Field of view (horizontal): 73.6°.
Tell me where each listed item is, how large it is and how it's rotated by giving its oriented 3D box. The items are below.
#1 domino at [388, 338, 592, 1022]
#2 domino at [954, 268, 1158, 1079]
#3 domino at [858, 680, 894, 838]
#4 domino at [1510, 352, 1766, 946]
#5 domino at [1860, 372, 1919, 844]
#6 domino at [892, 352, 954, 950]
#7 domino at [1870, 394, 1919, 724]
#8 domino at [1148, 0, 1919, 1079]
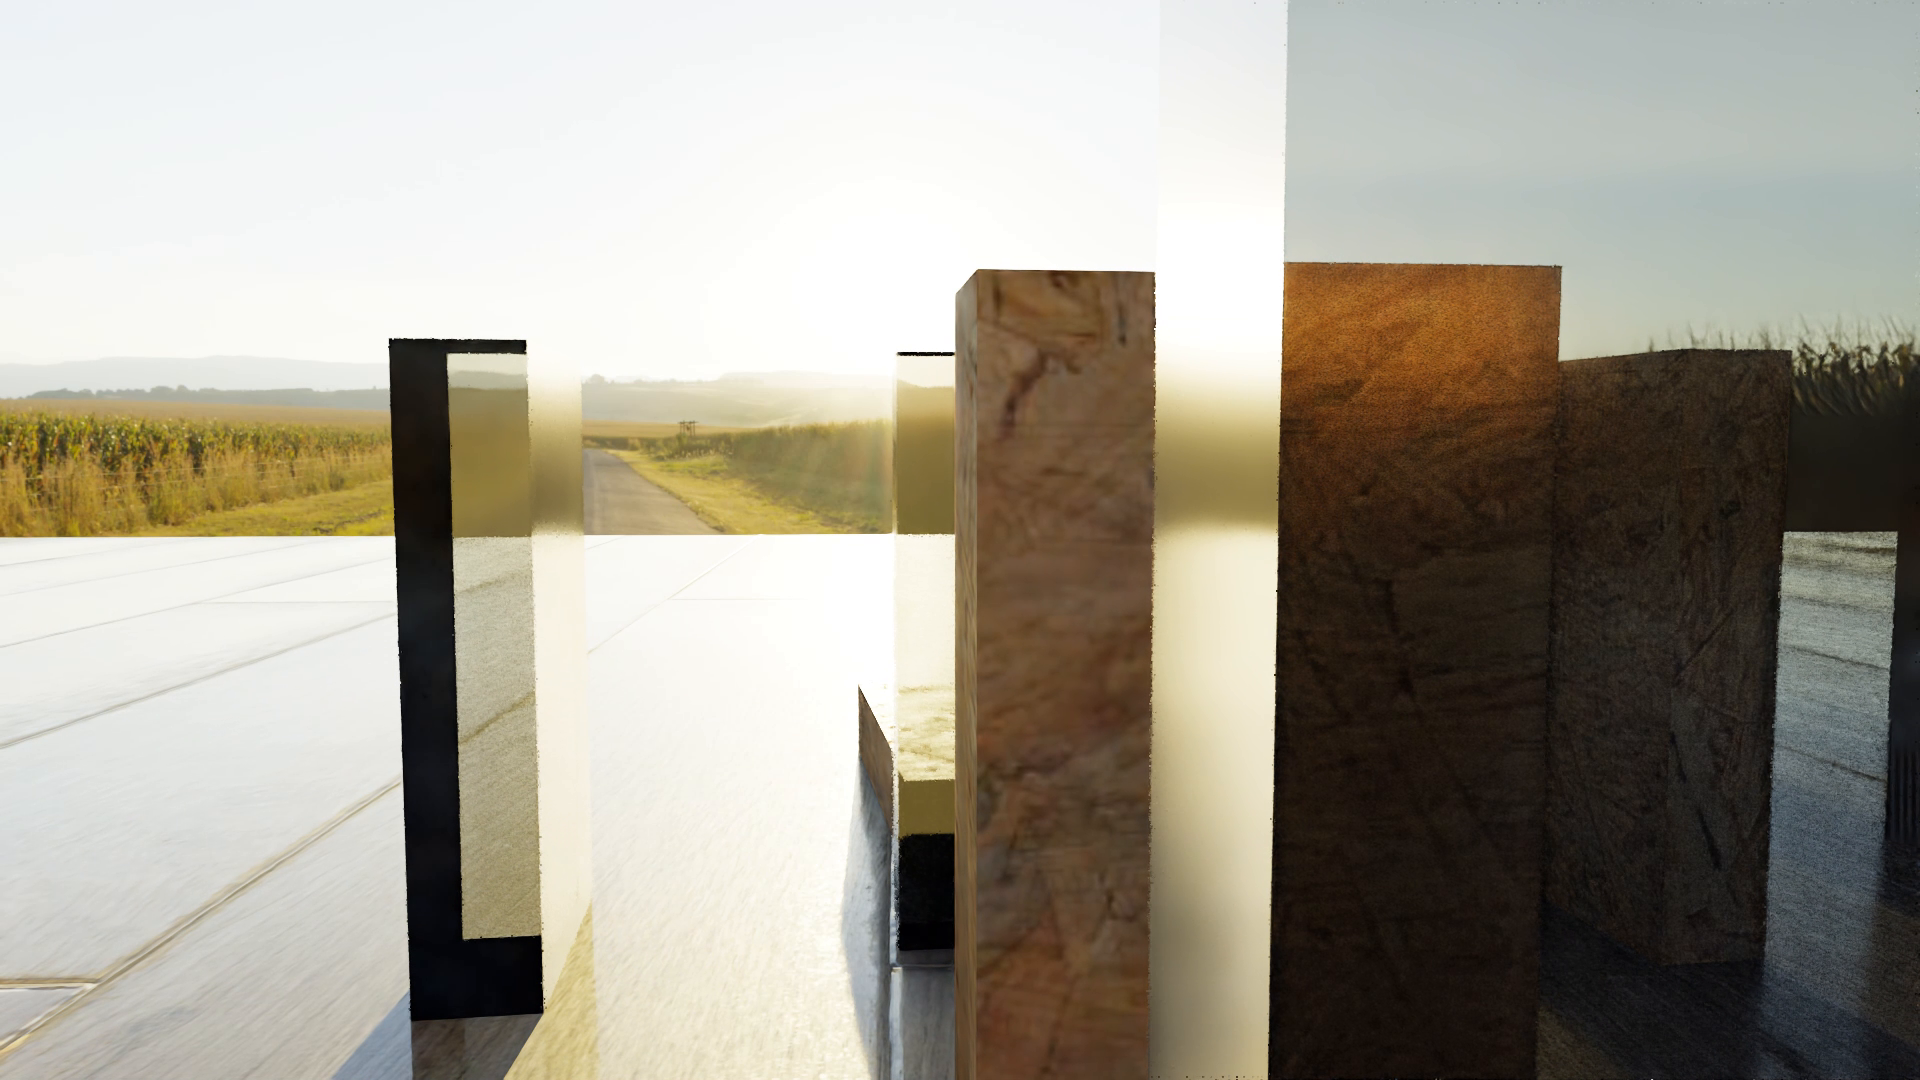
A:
[{"bbox_3d":[-0.038,0.010,0.106,0.009,0.050,0.025,-1,4,-8],"label":"domino"},{"bbox_3d":[0.013,0.013,0.063,0.025,0.050,0.009,0,4,-6],"label":"domino"},{"bbox_3d":[0.002,0.026,0.156,0.025,0.010,0.050,-1,4,-10],"label":"domino"},{"bbox_3d":[0.060,0.009,0.120,0.009,0.050,0.025,-1,4,-9],"label":"domino"},{"bbox_3d":[0.108,0.008,0.130,0.010,0.050,0.025,-1,5,-18],"label":"domino"},{"bbox_3d":[0.007,0.009,0.112,0.025,0.050,0.009,0,4,-5],"label":"domino"},{"bbox_3d":[0.157,0.003,0.200,0.025,0.050,0.009,-2,5,-21],"label":"domino"},{"bbox_3d":[0.015,0.017,0.014,0.025,0.050,0.010,0,4,4],"label":"domino"}]
